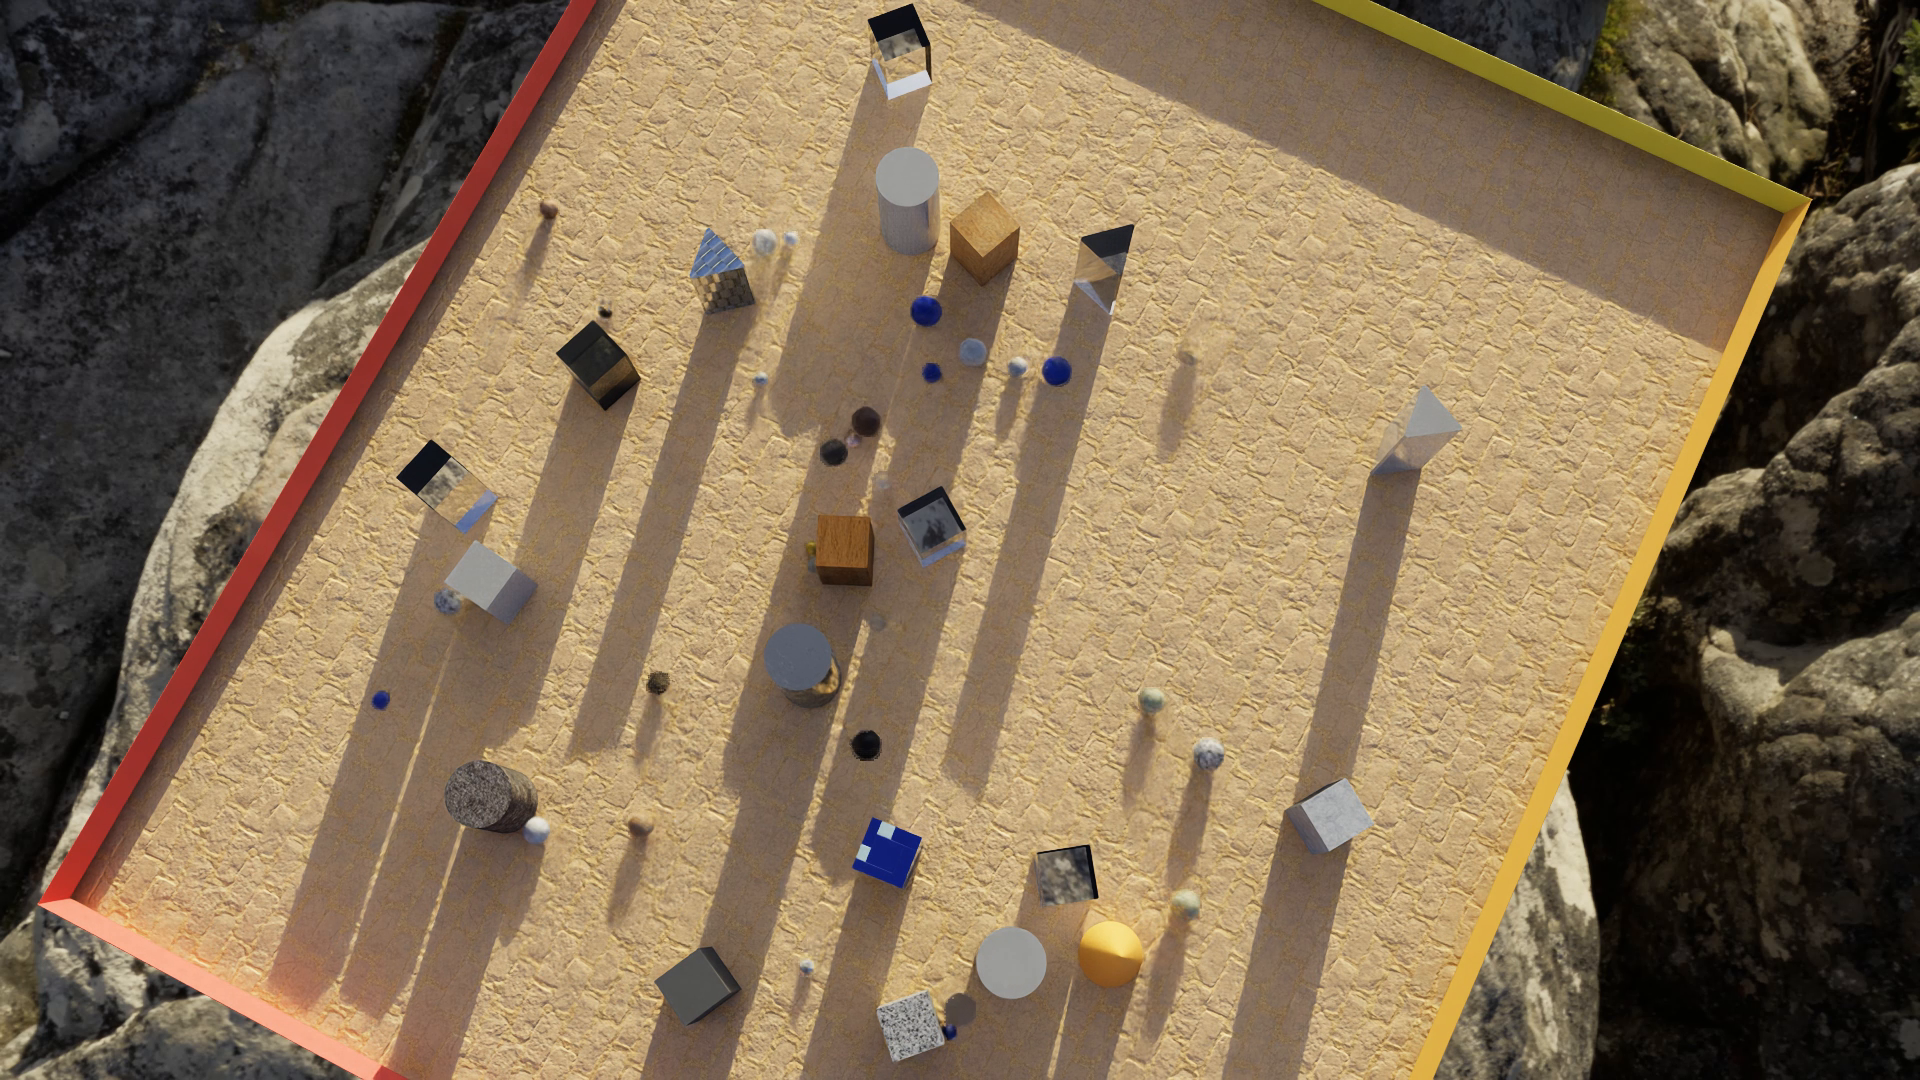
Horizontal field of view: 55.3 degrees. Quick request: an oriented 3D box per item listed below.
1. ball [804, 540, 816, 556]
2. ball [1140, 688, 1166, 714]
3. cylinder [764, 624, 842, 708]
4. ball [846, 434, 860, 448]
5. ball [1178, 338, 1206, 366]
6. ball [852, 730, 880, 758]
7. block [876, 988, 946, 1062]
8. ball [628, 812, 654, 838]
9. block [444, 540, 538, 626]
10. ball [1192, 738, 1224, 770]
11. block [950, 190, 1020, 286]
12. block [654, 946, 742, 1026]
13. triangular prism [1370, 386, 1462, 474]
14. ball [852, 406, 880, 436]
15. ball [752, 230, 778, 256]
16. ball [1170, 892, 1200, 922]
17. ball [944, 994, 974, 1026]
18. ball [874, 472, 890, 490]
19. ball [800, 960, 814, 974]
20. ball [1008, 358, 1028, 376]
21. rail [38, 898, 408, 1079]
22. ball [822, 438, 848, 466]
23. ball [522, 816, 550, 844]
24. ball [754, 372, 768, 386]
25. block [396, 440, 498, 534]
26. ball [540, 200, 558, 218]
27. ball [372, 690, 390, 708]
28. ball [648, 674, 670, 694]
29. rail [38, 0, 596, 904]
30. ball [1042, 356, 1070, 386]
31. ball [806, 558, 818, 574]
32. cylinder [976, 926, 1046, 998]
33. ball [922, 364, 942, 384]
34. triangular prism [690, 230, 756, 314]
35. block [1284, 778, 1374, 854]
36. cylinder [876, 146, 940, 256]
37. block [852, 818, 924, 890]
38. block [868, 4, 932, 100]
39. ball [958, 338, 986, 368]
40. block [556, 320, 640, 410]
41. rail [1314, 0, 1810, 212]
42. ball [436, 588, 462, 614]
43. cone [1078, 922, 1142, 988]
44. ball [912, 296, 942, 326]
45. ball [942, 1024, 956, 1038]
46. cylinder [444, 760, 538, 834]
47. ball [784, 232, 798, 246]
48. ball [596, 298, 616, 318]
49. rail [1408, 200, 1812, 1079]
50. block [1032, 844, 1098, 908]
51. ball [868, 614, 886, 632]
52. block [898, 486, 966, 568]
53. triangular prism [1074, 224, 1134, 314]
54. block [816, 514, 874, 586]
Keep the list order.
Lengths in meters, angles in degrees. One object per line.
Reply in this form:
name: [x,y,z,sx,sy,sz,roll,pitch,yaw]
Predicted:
ball: [-0.449,0.025,5.587,0.047,0.047,0.047,0,78,0]
ball: [0.576,0.482,5.477,0.077,0.077,0.077,0,78,0]
cylinder: [-0.451,0.369,5.312,0.189,0.446,0.189,0,78,0]
ball: [-0.330,-0.307,5.658,0.044,0.044,0.044,0,78,0]
ball: [0.719,-0.585,5.693,0.086,0.086,0.086,0,78,0]
ball: [-0.278,0.608,5.447,0.085,0.085,0.085,0,78,0]
block: [-0.139,1.379,5.215,0.151,0.228,0.151,-19,79,-4]
ball: [-0.940,0.839,5.404,0.076,0.076,0.076,0,78,0]
block: [-1.390,0.130,5.448,0.151,0.277,0.151,33,80,6]
ball: [0.738,0.637,5.437,0.093,0.093,0.093,0,78,0]
block: [0.075,-0.929,5.673,0.151,0.266,0.151,-41,81,-8]
block: [-0.742,1.266,5.210,0.151,0.283,0.151,-36,81,-7]
triangular prism: [1.338,-0.329,5.453,0.164,0.454,0.142,-8,78,-2]
ball: [-0.289,-0.366,5.647,0.089,0.089,0.089,0,78,0]
ball: [-0.615,-0.935,5.769,0.081,0.081,0.081,0,78,0]
ball: [0.658,1.071,5.350,0.088,0.088,0.088,0,78,0]
ball: [-0.003,1.356,5.289,0.091,0.091,0.091,0,78,0]
ball: [-0.238,-0.180,5.627,0.052,0.052,0.052,0,78,0]
ball: [-0.446,1.244,5.337,0.044,0.044,0.044,0,78,0]
ball: [0.181,-0.538,5.697,0.060,0.060,0.060,0,78,0]
rail: [-0.952,1.871,5.166,3.787,0.123,0.045,26,80,5]
ball: [-0.386,-0.270,5.631,0.081,0.081,0.081,0,78,0]
ball: [-1.248,0.856,5.399,0.080,0.080,0.080,0,78,0]
ball: [-0.616,-0.501,5.697,0.044,0.044,0.044,0,78,0]
block: [-1.528,-0.156,5.475,0.151,0.339,0.151,39,81,7]
ball: [-1.301,-1.049,5.803,0.060,0.060,0.060,0,78,0]
ball: [-1.734,0.478,5.491,0.051,0.051,0.051,0,78,0]
ball: [-0.904,0.431,5.495,0.063,0.063,0.063,0,78,0]
rail: [-1.672,-0.812,5.721,0.045,0.123,4.304,26,80,5]
ball: [0.298,-0.525,5.679,0.090,0.090,0.090,0,78,0]
ball: [-0.441,0.077,5.575,0.049,0.049,0.049,0,78,0]
cylinder: [0.138,1.180,5.140,0.189,0.455,0.189,0,78,0]
ball: [-0.087,-0.517,5.694,0.058,0.058,0.058,0,78,0]
triangular prism: [-0.737,-0.830,5.619,0.164,0.331,0.142,-13,79,-3]
block: [1.068,0.803,5.313,0.151,0.270,0.151,-30,80,-6]
cylinder: [-0.156,-1.034,5.623,0.189,0.405,0.189,0,78,0]
block: [-0.204,0.906,5.278,0.151,0.296,0.151,21,79,4]
block: [-0.189,-1.543,5.798,0.151,0.270,0.151,-21,79,-4]
ball: [0.038,-0.581,5.691,0.090,0.090,0.090,0,78,0]
block: [-1.102,-0.531,5.598,0.151,0.252,0.151,-43,82,-8]
rail: [0.952,-1.858,5.937,3.787,0.123,0.045,26,80,5]
ball: [-1.544,0.185,5.538,0.079,0.079,0.079,0,78,0]
cone: [0.441,1.174,5.178,0.189,0.383,0.189,0,78,0]
ball: [-0.104,-0.713,5.716,0.094,0.094,0.094,0,78,0]
ball: [-0.029,1.421,5.302,0.041,0.041,0.041,0,78,0]
cylinder: [-1.350,0.745,5.295,0.189,0.327,0.189,0,78,0]
ball: [-0.535,-0.951,5.791,0.044,0.044,0.044,0,78,0]
ball: [-1.109,-0.725,5.734,0.063,0.063,0.063,0,78,0]
rail: [1.672,0.825,5.382,0.045,0.123,4.304,26,80,5]
block: [0.301,0.967,5.265,0.151,0.296,0.151,-9,78,-2]
ball: [-0.250,0.252,5.538,0.052,0.052,0.052,0,78,0]
block: [-0.083,-0.037,5.507,0.151,0.229,0.151,-28,80,-6]
triangular prism: [0.466,-0.850,5.607,0.164,0.362,0.142,44,82,8]
block: [-0.340,0.034,5.457,0.151,0.299,0.151,2,78,0]
